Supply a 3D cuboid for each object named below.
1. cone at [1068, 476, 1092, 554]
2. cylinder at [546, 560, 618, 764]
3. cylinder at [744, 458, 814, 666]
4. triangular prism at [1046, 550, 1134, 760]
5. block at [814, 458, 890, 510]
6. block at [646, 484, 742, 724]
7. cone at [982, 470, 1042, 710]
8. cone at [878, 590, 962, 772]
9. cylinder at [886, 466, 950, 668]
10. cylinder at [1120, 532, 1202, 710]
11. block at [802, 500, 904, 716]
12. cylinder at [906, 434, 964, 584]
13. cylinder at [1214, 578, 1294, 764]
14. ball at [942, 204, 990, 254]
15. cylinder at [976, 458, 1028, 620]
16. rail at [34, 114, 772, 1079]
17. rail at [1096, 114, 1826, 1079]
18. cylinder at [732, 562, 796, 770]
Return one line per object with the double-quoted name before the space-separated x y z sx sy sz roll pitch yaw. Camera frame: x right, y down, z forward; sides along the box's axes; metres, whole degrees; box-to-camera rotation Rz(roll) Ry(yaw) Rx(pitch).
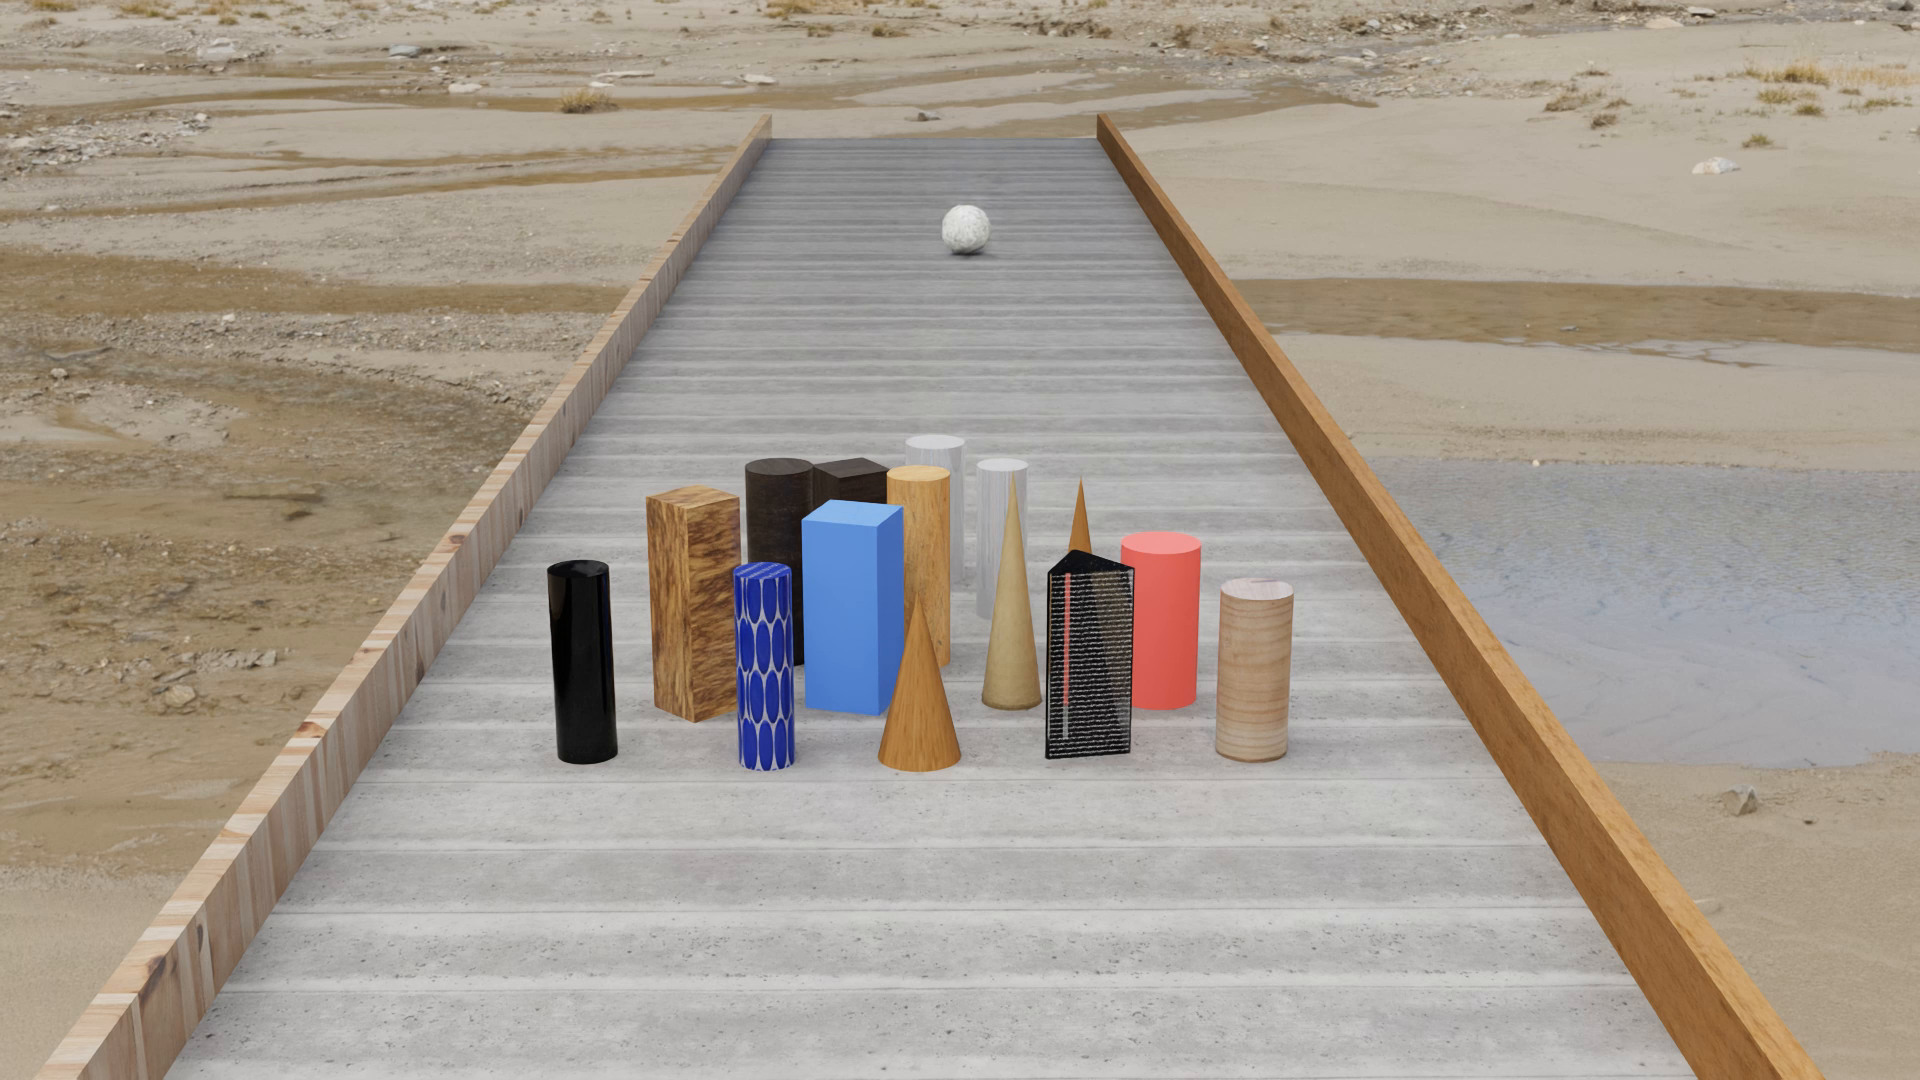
"cone" 0.238 0.054 4.377 0.114 0.381 0.114 0 17 0
"cylinder" -0.667 0.216 3.892 0.108 0.346 0.108 0 17 0
"cylinder" -0.356 0.044 4.384 0.134 0.396 0.134 0 17 0
"triangular prism" 0.218 0.201 3.942 0.154 0.346 0.133 -3 17 -10
"block" -0.227 0.007 4.621 0.125 0.331 0.125 -10 19 -30
"block" -0.492 0.118 4.106 0.122 0.413 0.122 -16 23 -42
"cone" 0.099 0.085 4.134 0.116 0.460 0.116 0 17 0
"cone" -0.072 0.236 3.885 0.149 0.312 0.149 0 17 0
"cylinder" -0.082 0.055 4.362 0.124 0.388 0.124 0 17 0
"cylinder" 0.378 0.152 4.176 0.150 0.307 0.150 0 17 0
"block" -0.200 0.126 4.153 0.147 0.370 0.147 5 17 17
"cylinder" -0.055 -0.068 4.912 0.132 0.311 0.132 0 17 0
"cylinder" 0.523 0.232 3.915 0.129 0.304 0.129 0 17 0
"ball" 0.026 -1.309 9.263 0.207 0.207 0.207 0 17 0
"cylinder" 0.089 -0.001 4.655 0.108 0.328 0.108 0 17 0
"rail" -1.118 -0.838 7.780 0.050 0.150 12.000 0 17 -1
"rail" 0.932 -0.844 7.801 0.050 0.150 12.000 0 17 -1
"cylinder" -0.343 0.222 3.860 0.101 0.353 0.101 0 17 0
